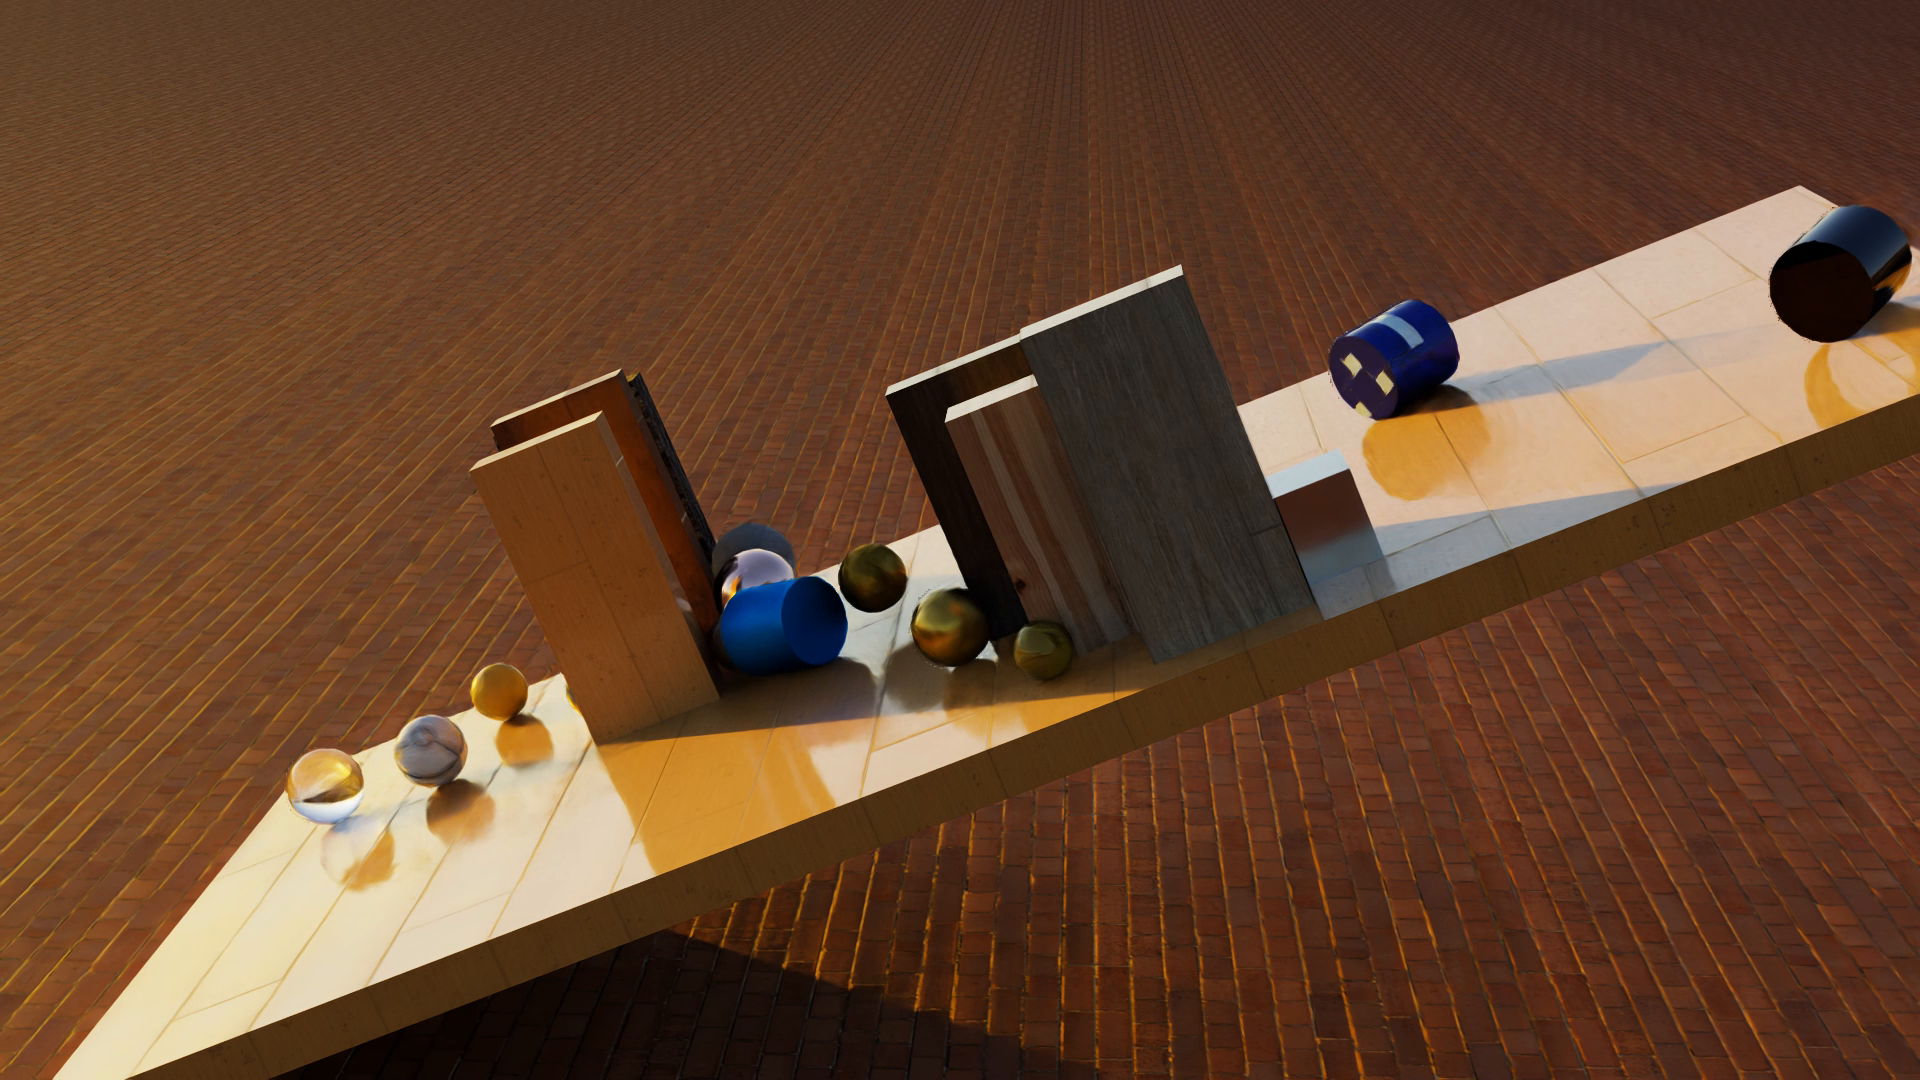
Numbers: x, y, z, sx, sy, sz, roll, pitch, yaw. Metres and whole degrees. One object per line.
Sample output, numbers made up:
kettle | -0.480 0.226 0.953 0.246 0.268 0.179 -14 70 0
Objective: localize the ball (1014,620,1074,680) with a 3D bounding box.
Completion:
ball | 0.158 0.207 5.571 0.115 0.115 0.115 0 14 0

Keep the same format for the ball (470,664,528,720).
ball | -1.118 0.369 7.145 0.140 0.140 0.140 0 14 0

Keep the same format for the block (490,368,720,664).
block | -0.786 -0.007 6.794 0.316 0.709 0.086 -21 12 8

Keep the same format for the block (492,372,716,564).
block | -0.826 -0.039 7.157 0.372 0.643 0.108 -21 12 8

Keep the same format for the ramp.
ramp | 0.126 0.172 6.288 4.000 0.100 2.000 -21 12 8

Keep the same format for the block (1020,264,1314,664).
block | 0.378 -0.135 5.357 0.314 0.652 0.114 -21 12 8

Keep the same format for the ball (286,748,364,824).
ball | -1.473 0.572 6.832 0.178 0.178 0.178 0 14 0

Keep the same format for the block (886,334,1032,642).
block | 0.155 -0.129 5.969 0.427 0.554 0.092 -21 12 8

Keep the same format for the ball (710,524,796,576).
ball | -0.497 0.061 7.069 0.203 0.203 0.203 0 14 0

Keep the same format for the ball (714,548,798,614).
ball | -0.465 0.120 6.750 0.199 0.199 0.199 0 14 0

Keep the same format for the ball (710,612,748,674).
ball | -0.486 0.224 6.587 0.152 0.152 0.152 0 14 0

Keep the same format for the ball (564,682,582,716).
ball | -0.816 0.332 6.691 0.165 0.165 0.165 0 14 0

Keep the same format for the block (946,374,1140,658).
block | 0.192 -0.052 5.656 0.257 0.519 0.134 -21 12 8

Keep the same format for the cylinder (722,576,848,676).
cylinder | -0.385 0.189 6.447 0.195 0.195 0.195 -11 3 43

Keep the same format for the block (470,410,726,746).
block | -0.795 0.087 6.488 0.301 0.676 0.105 -21 12 8

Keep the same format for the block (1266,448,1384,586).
block | 0.669 -0.038 5.529 0.182 0.182 0.182 -22 12 6

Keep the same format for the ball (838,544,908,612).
ball | -0.191 0.084 6.437 0.151 0.151 0.151 0 14 0

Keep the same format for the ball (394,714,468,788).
ball | -1.216 0.486 6.758 0.167 0.167 0.167 0 14 0

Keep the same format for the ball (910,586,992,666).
ball | -0.018 0.174 5.922 0.163 0.163 0.163 0 14 0

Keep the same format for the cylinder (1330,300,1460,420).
cylinder | 0.957 -0.398 6.487 0.201 0.201 0.201 -30 29 -30

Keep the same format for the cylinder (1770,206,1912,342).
cylinder | 1.689 -0.511 5.641 0.204 0.204 0.204 10 31 35
